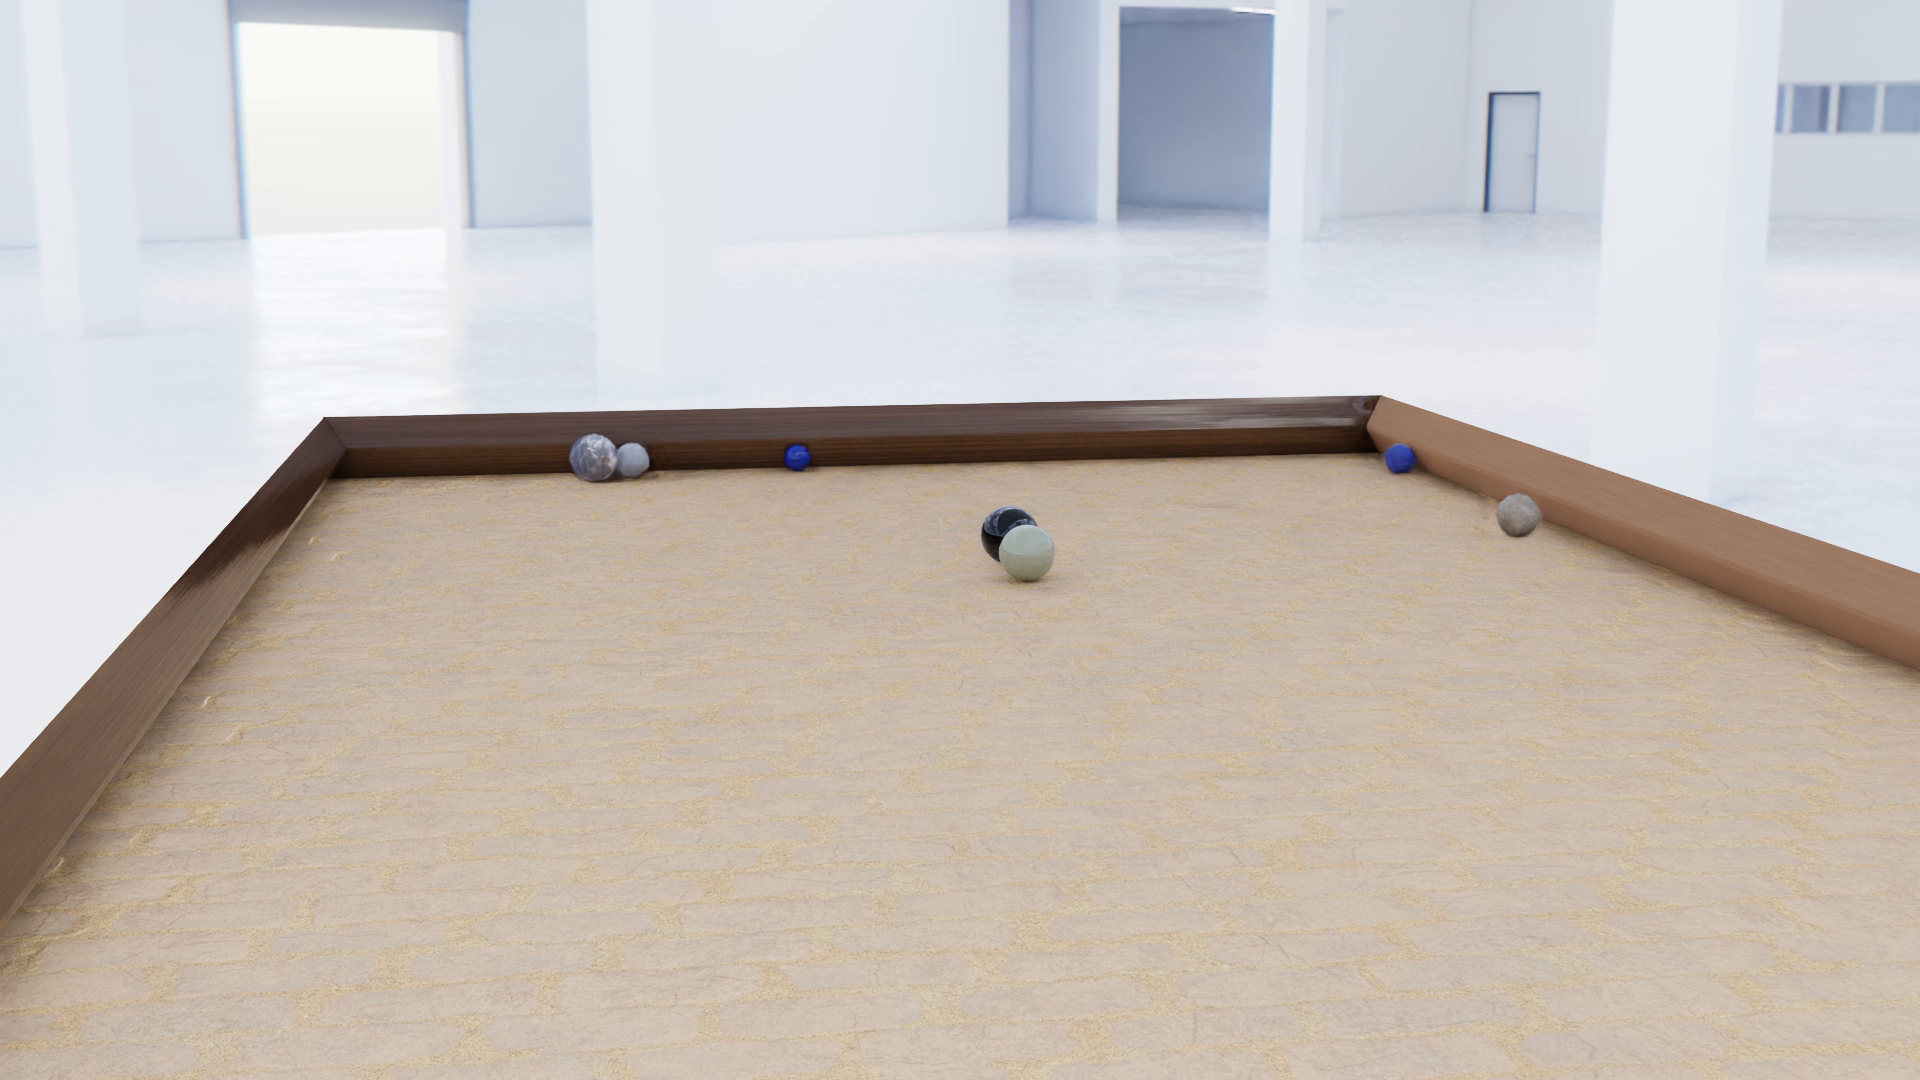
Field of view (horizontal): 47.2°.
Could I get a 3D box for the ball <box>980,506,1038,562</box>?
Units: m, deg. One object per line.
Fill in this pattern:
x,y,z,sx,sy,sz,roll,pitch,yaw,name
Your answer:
0.074,-0.007,3.248,0.086,0.086,0.086,0,11,0,ball

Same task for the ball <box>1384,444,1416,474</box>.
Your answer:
0.821,-0.152,4.104,0.057,0.057,0.057,0,11,0,ball

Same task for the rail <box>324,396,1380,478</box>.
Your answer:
-0.161,-0.196,4.184,2.033,0.113,0.045,-2,11,-9,rail

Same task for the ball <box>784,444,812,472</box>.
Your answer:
-0.305,-0.154,4.135,0.050,0.050,0.050,0,11,0,ball

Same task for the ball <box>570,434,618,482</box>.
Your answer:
-0.667,-0.150,4.010,0.087,0.087,0.087,0,11,0,ball

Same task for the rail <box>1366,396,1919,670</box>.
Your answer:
1.144,0.127,2.450,0.045,0.113,3.961,-2,11,-9,rail

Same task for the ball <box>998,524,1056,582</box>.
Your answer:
0.096,0.018,3.126,0.080,0.080,0.080,0,11,0,ball

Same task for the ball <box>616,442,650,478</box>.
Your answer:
-0.605,-0.146,4.054,0.065,0.065,0.065,0,11,0,ball

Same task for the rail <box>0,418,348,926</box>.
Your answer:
-0.813,0.187,2.124,0.045,0.113,3.961,-2,11,-9,rail

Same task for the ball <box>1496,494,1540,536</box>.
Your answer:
0.880,-0.039,3.468,0.068,0.068,0.068,0,11,0,ball
